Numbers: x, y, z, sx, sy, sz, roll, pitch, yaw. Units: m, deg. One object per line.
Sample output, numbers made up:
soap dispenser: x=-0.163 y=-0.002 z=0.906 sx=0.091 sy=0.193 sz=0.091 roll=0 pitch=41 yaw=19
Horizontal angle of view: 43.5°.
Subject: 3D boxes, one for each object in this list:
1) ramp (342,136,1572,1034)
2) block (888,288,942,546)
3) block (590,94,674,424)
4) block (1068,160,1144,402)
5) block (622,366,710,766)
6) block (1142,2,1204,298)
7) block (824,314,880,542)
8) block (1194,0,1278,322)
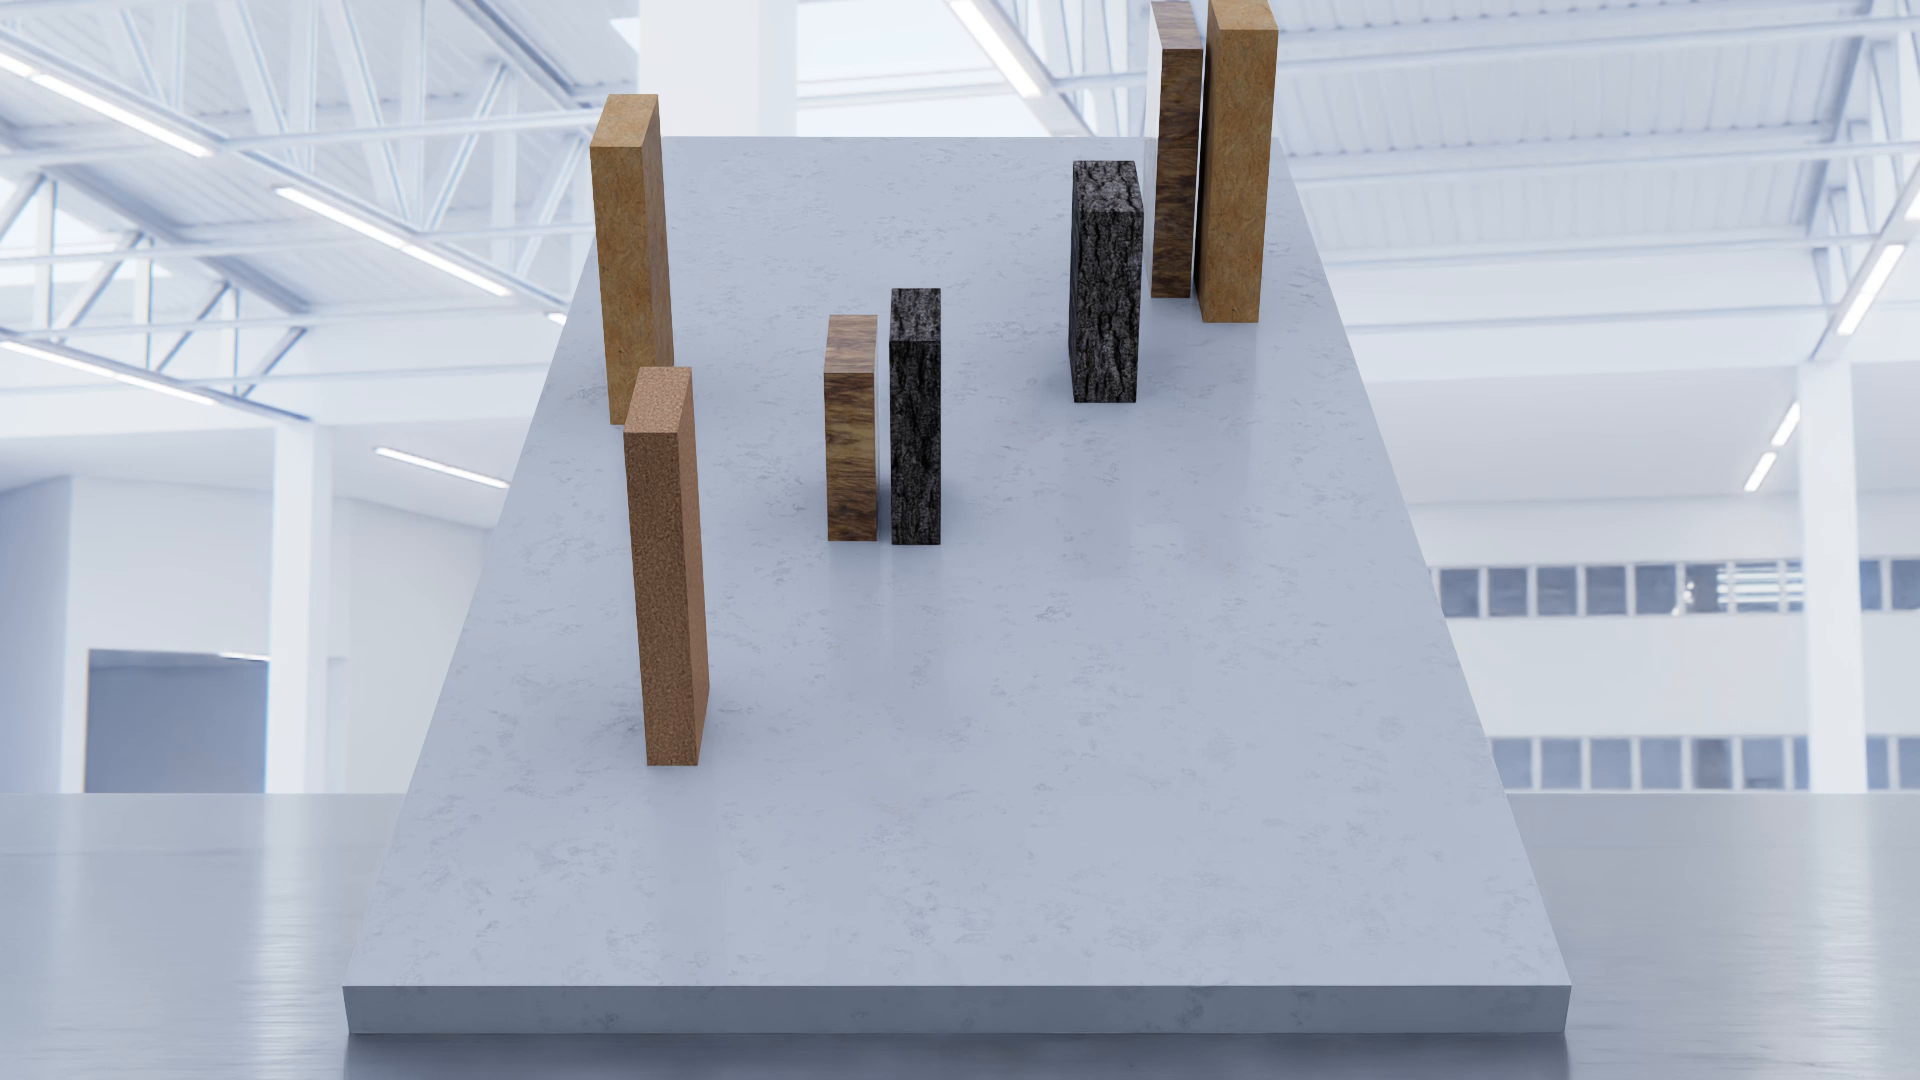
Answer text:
ramp: x=-0.013 y=-0.214 z=5.680 sx=2.000 sy=0.100 sz=4.000 roll=0 pitch=29 yaw=0
block: x=-0.094 y=-0.265 z=5.179 sx=0.106 sy=0.482 sz=0.271 roll=0 pitch=29 yaw=0
block: x=-0.766 y=-0.659 z=5.660 sx=0.116 sy=0.690 sz=0.353 roll=0 pitch=29 yaw=0
block: x=0.349 y=-0.625 z=5.811 sx=0.149 sy=0.490 sz=0.334 roll=0 pitch=29 yaw=0
block: x=-0.532 y=0.052 z=4.400 sx=0.093 sy=0.690 sz=0.263 roll=0 pitch=29 yaw=0
block: x=0.554 y=-1.029 z=6.342 sx=0.103 sy=0.674 sz=0.403 roll=0 pitch=29 yaw=0
block: x=-0.232 y=-0.244 z=5.222 sx=0.105 sy=0.402 sz=0.294 roll=0 pitch=29 yaw=0
block: x=0.697 y=-0.968 z=6.132 sx=0.142 sy=0.773 sz=0.290 roll=0 pitch=29 yaw=0
